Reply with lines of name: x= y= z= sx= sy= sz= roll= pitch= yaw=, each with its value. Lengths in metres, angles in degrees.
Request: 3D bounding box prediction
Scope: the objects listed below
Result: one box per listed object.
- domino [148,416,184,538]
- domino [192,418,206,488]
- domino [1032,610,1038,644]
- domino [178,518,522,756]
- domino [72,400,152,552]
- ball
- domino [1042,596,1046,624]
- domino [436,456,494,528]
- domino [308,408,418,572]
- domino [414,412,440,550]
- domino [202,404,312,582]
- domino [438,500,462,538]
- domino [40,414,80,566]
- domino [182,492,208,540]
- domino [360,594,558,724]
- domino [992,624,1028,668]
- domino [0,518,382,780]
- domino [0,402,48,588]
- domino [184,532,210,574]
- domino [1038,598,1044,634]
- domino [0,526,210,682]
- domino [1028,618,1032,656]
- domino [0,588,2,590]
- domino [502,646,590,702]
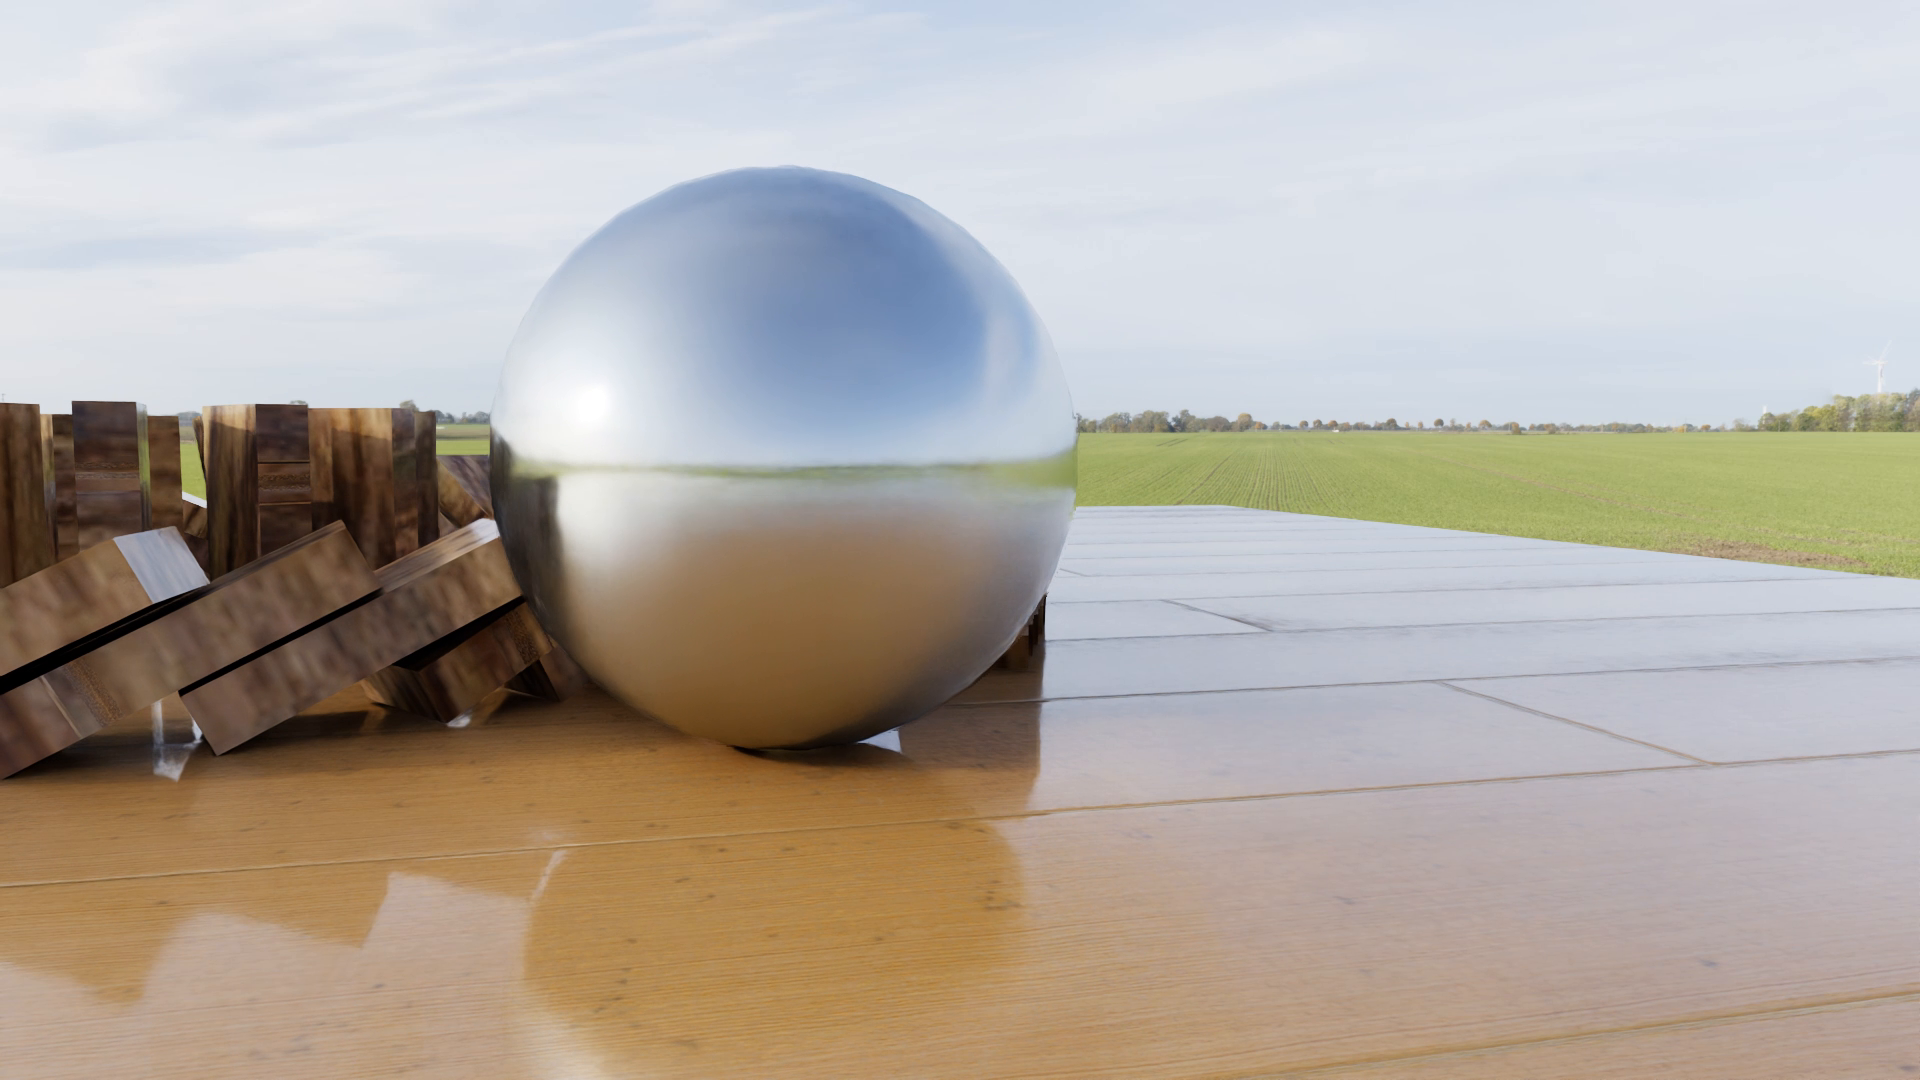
domino: x=-0.225 y=-0.009 z=0.354 sx=0.025 sy=0.050 sz=0.009 roll=4 pitch=6 yaw=39
domino: x=-0.210 y=-0.010 z=0.368 sx=0.009 sy=0.050 sz=0.025 roll=-12 pitch=10 yaw=-30
domino: x=0.005 y=0.001 z=0.287 sx=0.025 sy=0.010 sz=0.050 roll=0 pitch=45 yaw=2
domino: x=-0.091 y=0.013 z=0.195 sx=0.050 sy=0.009 sz=0.025 roll=-32 pitch=20 yaw=-27
domino: x=-0.157 y=0.000 z=0.239 sx=0.010 sy=0.050 sz=0.025 roll=-2 pitch=5 yaw=-28
ball: x=-0.024 y=-0.011 z=0.180 sx=0.080 sy=0.080 sz=0.080 roll=0 pitch=4 yaw=0
domino: x=0.007 y=0.003 z=0.321 sx=0.025 sy=0.010 sz=0.050 roll=0 pitch=30 yaw=0
domino: x=-0.136 y=-0.006 z=0.385 sx=0.050 sy=0.010 sz=0.025 roll=44 pitch=21 yaw=18
domino: x=-0.131 y=-0.003 z=0.275 sx=0.025 sy=0.050 sz=0.010 roll=0 pitch=4 yaw=5
domino: x=-0.135 y=-0.005 z=0.297 sx=0.025 sy=0.050 sz=0.010 roll=-3 pitch=6 yaw=-39
domino: x=-0.138 y=-0.001 z=0.253 sx=0.025 sy=0.050 sz=0.010 roll=4 pitch=6 yaw=39
domino: x=-0.158 y=-0.008 z=0.385 sx=0.050 sy=0.009 sz=0.025 roll=44 pitch=-1 yaw=-1
domino: x=-0.237 y=-0.008 z=0.334 sx=0.025 sy=0.050 sz=0.010 roll=2 pitch=5 yaw=27
domino: x=-0.250 y=-0.005 z=0.433 sx=0.050 sy=0.009 sz=0.025 roll=26 pitch=-6 yaw=-22
domino: x=-0.074 y=0.010 z=0.216 sx=0.025 sy=0.010 sz=0.050 roll=5 pitch=33 yaw=40
domino: x=0.001 y=0.003 z=0.258 sx=0.025 sy=0.009 sz=0.050 roll=0 pitch=45 yaw=2
domino: x=-0.109 y=0.014 z=0.182 sx=0.050 sy=0.010 sz=0.025 roll=-31 pitch=17 yaw=-22
domino: x=-0.179 y=0.000 z=0.232 sx=0.009 sy=0.050 sz=0.025 roll=0 pitch=4 yaw=1
domino: x=-0.270 y=-0.004 z=0.421 sx=0.050 sy=0.009 sz=0.025 roll=27 pitch=-9 yaw=-26
domino: x=0.007 y=0.000 z=0.302 sx=0.025 sy=0.010 sz=0.050 roll=0 pitch=45 yaw=2
domino: x=-0.130 y=0.015 z=0.169 sx=0.050 sy=0.010 sz=0.025 roll=-28 pitch=11 yaw=-12
domino: x=0.003 y=0.002 z=0.273 sx=0.025 sy=0.010 sz=0.050 roll=0 pitch=45 yaw=2
domino: x=-0.152 y=0.015 z=0.160 sx=0.050 sy=0.009 sz=0.025 roll=-26 pitch=4 yaw=2
domino: x=-0.062 y=0.009 z=0.233 sx=0.025 sy=0.010 sz=0.050 roll=5 pitch=33 yaw=40
